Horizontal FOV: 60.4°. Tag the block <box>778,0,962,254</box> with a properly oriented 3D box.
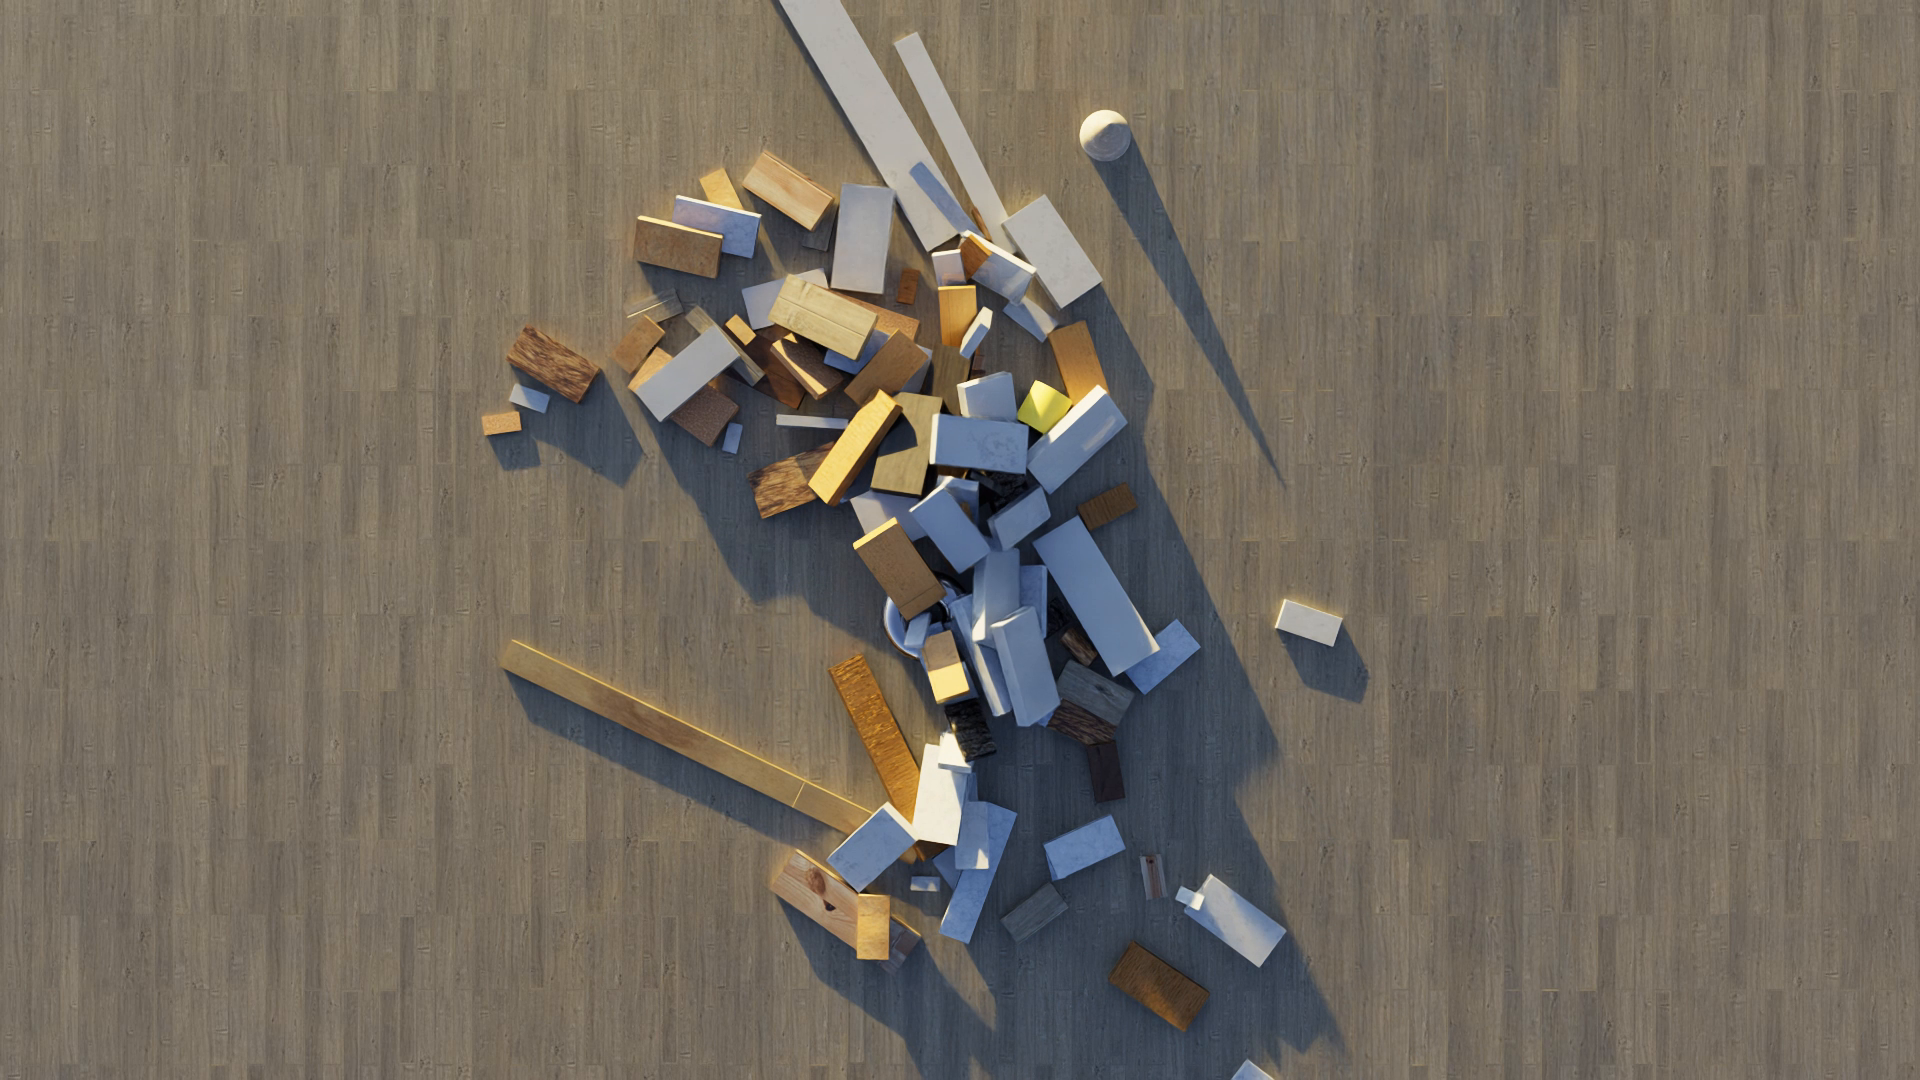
[{"bbox_3d":[-0.417,-1.647,5.476,0.172,0.049,1.511,-31,90,0],"label":"block"}]

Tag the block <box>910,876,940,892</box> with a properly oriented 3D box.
[{"bbox_3d":[-0.115,1.143,5.493,0.095,0.014,0.048,2,90,0],"label":"block"}]

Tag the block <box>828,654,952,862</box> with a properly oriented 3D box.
[{"bbox_3d":[-0.229,0.719,5.461,0.123,0.035,0.704,-26,90,-21],"label":"block"}]

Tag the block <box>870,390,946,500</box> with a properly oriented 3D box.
[{"bbox_3d":[-0.166,-0.306,5.297,0.167,0.047,0.334,9,74,12],"label":"block"}]

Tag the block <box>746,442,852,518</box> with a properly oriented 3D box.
[{"bbox_3d":[-0.531,-0.198,5.452,0.316,0.045,0.158,-20,90,9],"label":"block"}]

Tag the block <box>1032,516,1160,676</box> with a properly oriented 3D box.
[{"bbox_3d":[0.448,0.185,5.444,0.177,0.050,0.516,-31,84,1],"label":"block"}]

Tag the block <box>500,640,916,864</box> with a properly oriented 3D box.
[{"bbox_3d":[-0.823,0.706,5.486,1.523,0.027,0.095,26,90,0],"label":"block"}]

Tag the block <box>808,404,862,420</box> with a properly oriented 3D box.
[{"bbox_3d":[-0.416,-0.424,5.493,0.178,0.014,0.049,3,90,0],"label":"block"}]

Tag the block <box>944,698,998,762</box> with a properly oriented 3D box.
[{"bbox_3d":[0.034,0.621,5.398,0.110,0.228,0.031,-13,134,-12],"label":"block"}]

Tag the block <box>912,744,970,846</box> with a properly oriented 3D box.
[{"bbox_3d":[-0.059,0.834,5.408,0.154,0.044,0.308,8,82,10],"label":"block"}]

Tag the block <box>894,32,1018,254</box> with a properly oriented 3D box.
[{"bbox_3d":[-0.004,-1.309,5.488,0.085,0.024,0.800,-26,90,0],"label":"block"}]

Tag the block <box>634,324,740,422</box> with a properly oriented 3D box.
[{"bbox_3d":[-0.895,-0.547,5.424,0.342,0.037,0.131,-39,90,3],"label":"block"}]

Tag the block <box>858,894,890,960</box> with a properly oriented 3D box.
[{"bbox_3d":[-0.285,1.276,5.442,0.104,0.029,0.208,1,90,0],"label":"block"}]

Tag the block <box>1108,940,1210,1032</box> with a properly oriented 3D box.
[{"bbox_3d":[0.660,1.481,5.478,0.304,0.043,0.152,34,90,0],"label":"block"}]

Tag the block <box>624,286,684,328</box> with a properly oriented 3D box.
[{"bbox_3d":[-1.016,-0.765,5.487,0.180,0.025,0.090,-23,90,0],"label":"block"}]

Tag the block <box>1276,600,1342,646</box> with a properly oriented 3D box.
[{"bbox_3d":[1.160,0.277,5.486,0.197,0.028,0.099,19,90,0],"label":"block"}]

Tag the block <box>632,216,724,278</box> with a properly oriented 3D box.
[{"bbox_3d":[-0.933,-0.968,5.451,0.282,0.040,0.141,13,116,0],"label":"block"}]

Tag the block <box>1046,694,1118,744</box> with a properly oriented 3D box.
[{"bbox_3d":[0.395,0.600,5.483,0.246,0.035,0.123,25,90,0],"label":"block"}]

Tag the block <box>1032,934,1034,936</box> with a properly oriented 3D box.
[{"bbox_3d":[0.255,1.256,5.490,0.141,0.020,0.071,-40,90,0],"label":"block"}]

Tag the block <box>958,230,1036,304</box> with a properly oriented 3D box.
[{"bbox_3d":[0.109,-0.897,5.429,0.263,0.037,0.131,30,131,6],"label":"block"}]

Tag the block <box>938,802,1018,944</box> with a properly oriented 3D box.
[{"bbox_3d":[0.060,1.100,5.459,0.104,0.029,0.456,21,84,-4],"label":"block"}]

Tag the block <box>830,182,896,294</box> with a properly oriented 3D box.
[{"bbox_3d":[-0.319,-0.995,5.450,0.172,0.049,0.344,7,97,4],"label":"block"}]

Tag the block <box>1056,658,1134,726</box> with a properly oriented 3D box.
[{"bbox_3d":[0.439,0.502,5.448,0.246,0.035,0.123,28,90,0],"label":"block"}]

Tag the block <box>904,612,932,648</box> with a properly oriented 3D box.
[{"bbox_3d":[-0.136,0.291,5.345,0.063,0.018,0.127,-1,52,20],"label":"block"}]

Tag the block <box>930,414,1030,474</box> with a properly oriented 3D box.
[{"bbox_3d":[0.064,-0.306,5.283,0.316,0.045,0.158,6,86,-22],"label":"block"}]

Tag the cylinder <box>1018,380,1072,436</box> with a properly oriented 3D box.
[{"bbox_3d":[0.274,-0.427,5.430,0.141,0.141,0.141,30,90,0],"label":"cylinder"}]

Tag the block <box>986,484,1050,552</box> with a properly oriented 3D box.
[{"bbox_3d":[0.194,-0.071,5.395,0.239,0.034,0.119,-37,121,-33],"label":"block"}]

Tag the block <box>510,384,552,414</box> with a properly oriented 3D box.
[{"bbox_3d":[-1.430,-0.471,5.491,0.123,0.017,0.062,20,90,0],"label":"block"}]

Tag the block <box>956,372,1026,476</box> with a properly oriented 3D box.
[{"bbox_3d":[0.104,-0.355,5.379,0.177,0.050,0.354,-19,113,-24],"label":"block"}]

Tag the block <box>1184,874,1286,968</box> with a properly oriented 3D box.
[{"bbox_3d":[0.913,1.264,5.478,0.305,0.043,0.152,36,90,0],"label":"block"}]

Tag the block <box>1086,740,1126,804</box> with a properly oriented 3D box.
[{"bbox_3d":[0.482,0.767,5.464,0.099,0.028,0.197,-11,103,0],"label":"block"}]

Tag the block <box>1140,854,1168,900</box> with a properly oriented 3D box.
[{"bbox_3d":[0.644,1.121,5.490,0.071,0.020,0.141,-9,90,0],"label":"block"}]

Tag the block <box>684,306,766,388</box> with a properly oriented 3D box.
[{"bbox_3d":[-0.775,-0.641,5.444,0.062,0.017,0.320,-44,90,0],"label":"block"}]

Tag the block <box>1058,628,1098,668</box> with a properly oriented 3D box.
[{"bbox_3d":[0.392,0.354,5.440,0.127,0.018,0.063,44,58,1],"label":"block"}]

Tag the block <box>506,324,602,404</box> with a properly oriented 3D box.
[{"bbox_3d":[-1.350,-0.584,5.480,0.280,0.040,0.140,31,90,0],"label":"block"}]

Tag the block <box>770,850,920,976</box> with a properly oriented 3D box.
[{"bbox_3d":[-0.380,1.236,5.478,0.501,0.044,0.154,35,90,0],"label":"block"}]

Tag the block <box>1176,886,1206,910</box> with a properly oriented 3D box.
[{"bbox_3d":[0.763,1.187,5.460,0.095,0.014,0.048,18,78,40],"label":"block"}]

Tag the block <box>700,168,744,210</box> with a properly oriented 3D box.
[{"bbox_3d":[-0.786,-1.135,5.487,0.090,0.026,0.180,-26,90,0],"label":"block"}]

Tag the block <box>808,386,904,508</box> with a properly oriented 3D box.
[{"bbox_3d":[-0.338,-0.302,5.333,0.038,0.135,0.392,28,101,-44],"label":"block"}]

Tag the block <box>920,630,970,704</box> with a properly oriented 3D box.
[{"bbox_3d":[-0.050,0.406,5.293,0.110,0.031,0.221,-18,62,1],"label":"block"}]

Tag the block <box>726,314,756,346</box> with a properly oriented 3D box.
[{"bbox_3d":[-0.723,-0.694,5.446,0.049,0.014,0.097,-44,90,0],"label":"block"}]

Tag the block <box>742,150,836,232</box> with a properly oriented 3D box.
[{"bbox_3d":[-0.567,-1.155,5.464,0.282,0.040,0.141,34,90,7],"label":"block"}]

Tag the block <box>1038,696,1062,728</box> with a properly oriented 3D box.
[{"bbox_3d":[0.287,0.557,5.457,0.056,0.016,0.113,31,90,0],"label":"block"}]

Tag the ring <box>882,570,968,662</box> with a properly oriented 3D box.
[{"bbox_3d":[-0.108,0.252,5.450,0.305,0.102,0.305,0,89,-1],"label":"ring"}]

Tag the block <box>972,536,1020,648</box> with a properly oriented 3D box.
[{"bbox_3d":[0.119,0.177,5.361,0.049,0.173,0.347,-15,65,39],"label":"block"}]

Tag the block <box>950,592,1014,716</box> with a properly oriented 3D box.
[{"bbox_3d":[0.109,0.359,5.373,0.049,0.173,0.396,-21,90,42],"label":"block"}]

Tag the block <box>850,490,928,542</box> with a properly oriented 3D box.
[{"bbox_3d":[-0.218,-0.078,5.398,0.205,0.205,0.205,-24,90,0],"label":"block"}]

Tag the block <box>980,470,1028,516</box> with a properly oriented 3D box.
[{"bbox_3d":[0.149,-0.184,5.404,0.135,0.038,0.269,-27,116,-21],"label":"block"}]

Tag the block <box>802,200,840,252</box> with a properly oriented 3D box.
[{"bbox_3d":[-0.464,-1.051,5.488,0.086,0.024,0.171,14,90,0],"label":"block"}]

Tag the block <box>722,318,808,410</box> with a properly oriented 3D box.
[{"bbox_3d":[-0.657,-0.582,5.476,0.341,0.047,0.167,26,90,0],"label":"block"}]

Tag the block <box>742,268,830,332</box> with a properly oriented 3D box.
[{"bbox_3d":[-0.571,-0.798,5.480,0.280,0.040,0.140,-15,90,0],"label":"block"}]

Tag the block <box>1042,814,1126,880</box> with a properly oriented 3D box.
[{"bbox_3d":[0.412,1.016,5.474,0.247,0.035,0.123,-24,90,-4],"label":"block"}]

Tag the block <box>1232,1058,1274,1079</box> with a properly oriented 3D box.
[{"bbox_3d":[1.004,1.826,5.486,0.191,0.027,0.095,38,90,0],"label":"block"}]
